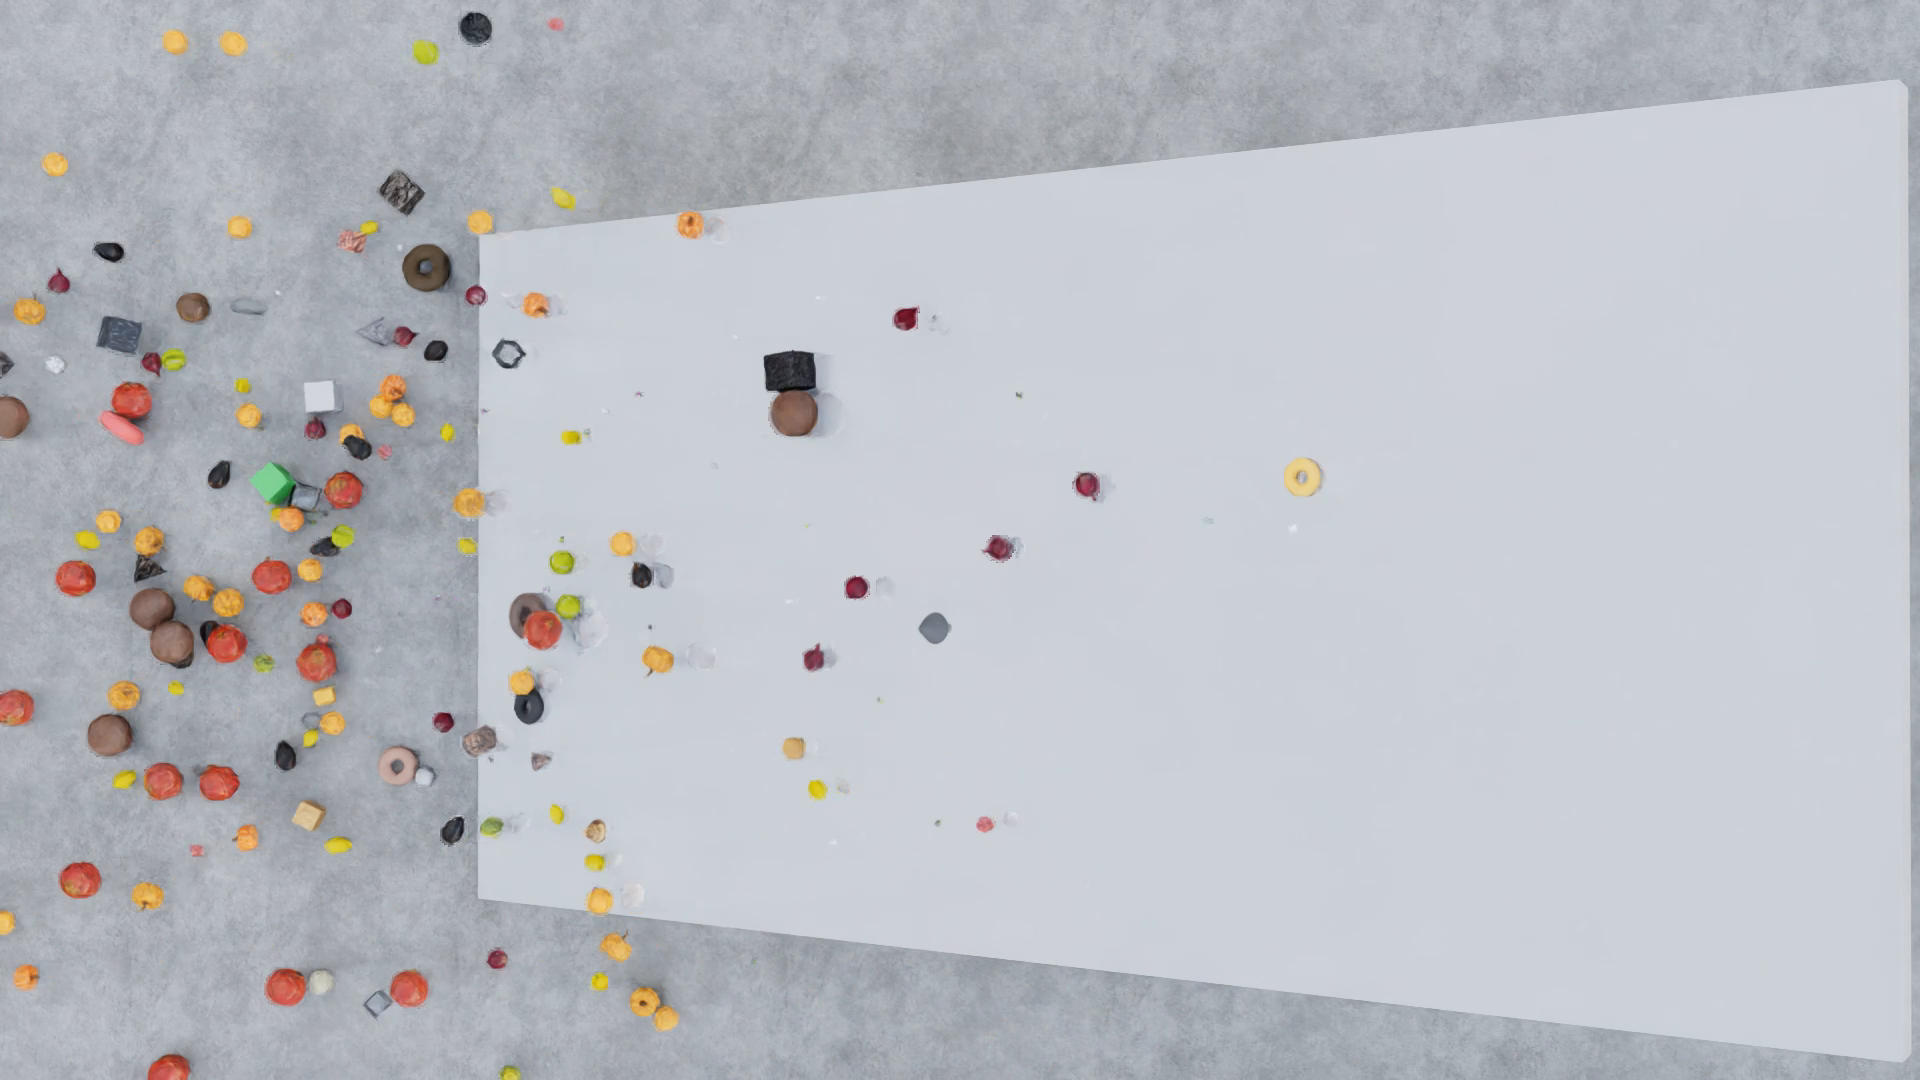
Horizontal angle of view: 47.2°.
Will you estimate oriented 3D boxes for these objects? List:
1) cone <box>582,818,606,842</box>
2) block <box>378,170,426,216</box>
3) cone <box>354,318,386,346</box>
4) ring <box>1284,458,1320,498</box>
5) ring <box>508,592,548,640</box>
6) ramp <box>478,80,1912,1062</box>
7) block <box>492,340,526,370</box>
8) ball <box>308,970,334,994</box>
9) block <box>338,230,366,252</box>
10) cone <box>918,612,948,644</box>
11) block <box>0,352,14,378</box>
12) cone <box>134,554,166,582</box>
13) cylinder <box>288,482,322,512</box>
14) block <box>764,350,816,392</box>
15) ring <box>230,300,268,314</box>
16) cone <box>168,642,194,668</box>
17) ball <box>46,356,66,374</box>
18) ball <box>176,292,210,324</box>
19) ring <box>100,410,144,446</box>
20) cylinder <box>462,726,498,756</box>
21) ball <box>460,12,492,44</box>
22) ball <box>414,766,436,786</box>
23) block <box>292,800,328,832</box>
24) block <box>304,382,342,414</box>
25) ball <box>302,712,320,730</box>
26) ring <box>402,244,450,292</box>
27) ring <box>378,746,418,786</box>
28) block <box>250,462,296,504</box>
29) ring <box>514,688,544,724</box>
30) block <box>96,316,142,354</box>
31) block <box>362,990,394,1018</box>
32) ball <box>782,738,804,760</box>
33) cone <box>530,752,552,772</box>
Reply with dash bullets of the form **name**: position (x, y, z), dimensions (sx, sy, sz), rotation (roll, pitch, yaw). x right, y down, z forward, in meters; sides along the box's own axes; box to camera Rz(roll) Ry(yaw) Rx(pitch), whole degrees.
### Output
- **cone**: position (-1.067, 0.841, 6.338), dimensions (0.070, 0.070, 0.070), rotation (0, 89, 33)
- **block**: position (-1.696, -1.055, 6.681), dimensions (0.092, 0.092, 0.092), rotation (40, 90, 0)
- **cone**: position (-1.792, -0.630, 6.664), dimensions (0.092, 0.092, 0.092), rotation (-2, 89, -17)
- **ring**: position (0.804, -0.146, 5.169), dimensions (0.092, 0.031, 0.092), rotation (0, 90, 34)
- **ring**: position (-1.275, 0.225, 6.490), dimensions (0.141, 0.047, 0.141), rotation (0, 90, 34)
- **ramp**: position (0.258, 0.071, 5.595), dimensions (4.000, 0.100, 2.000), rotation (0, 89, 33)
- **block**: position (-1.341, -0.552, 6.531), dimensions (0.060, 0.060, 0.060), rotation (49, 114, 23)
- **ball**: position (-1.937, 1.341, 6.669), dimensions (0.076, 0.076, 0.076), rotation (0, 90, 0)
- **block**: position (-1.847, -0.909, 6.686), dimensions (0.054, 0.054, 0.054), rotation (19, 105, 13)
- **cone**: position (-0.087, 0.229, 5.705), dimensions (0.083, 0.083, 0.083), rotation (0, 89, 33)
- **block**: position (-2.943, -0.536, 6.685), dimensions (0.075, 0.075, 0.075), rotation (44, 90, 0)
- **cone**: position (-2.458, 0.091, 6.697), dimensions (0.090, 0.090, 0.090), rotation (9, 89, -26)
- **cylinder**: position (-1.985, -0.130, 6.661), dimensions (0.076, 0.076, 0.076), rotation (17, 89, -24)
- **block**: position (-0.459, -0.455, 5.942), dimensions (0.097, 0.097, 0.097), rotation (-7, 86, 32)
- **ring**: position (-2.155, -0.706, 6.662), dimensions (0.109, 0.109, 0.036), rotation (8, 98, 0)
- **cone**: position (-2.378, 0.360, 6.664), dimensions (0.083, 0.083, 0.083), rotation (0, 101, 2)
- **ball**: position (-2.754, -0.534, 6.694), dimensions (0.057, 0.057, 0.057), rotation (0, 90, 0)
- **ball**: position (-2.329, -0.706, 6.677), dimensions (0.096, 0.096, 0.096), rotation (0, 90, 0)
- **ring**: position (-2.532, -0.339, 6.650), dimensions (0.143, 0.143, 0.048), rotation (37, 85, 0)
- **cylinder**: position (-1.437, 0.601, 6.575), dimensions (0.073, 0.073, 0.073), rotation (-27, 89, 30)
- **ball**: position (-1.471, -1.556, 6.684), dimensions (0.095, 0.095, 0.095), rotation (0, 90, 0)
- **ball**: position (-1.626, 0.717, 6.682), dimensions (0.059, 0.059, 0.059), rotation (0, 90, 0)
- **block**: position (-1.974, 0.835, 6.677), dimensions (0.068, 0.068, 0.068), rotation (28, 90, 0)
- **block**: position (-1.933, -0.433, 6.679), dimensions (0.086, 0.086, 0.086), rotation (-5, 90, 0)
- **ball**: position (-1.972, 0.549, 6.687), dimensions (0.053, 0.053, 0.053), rotation (0, 90, 0)
- **ring**: position (-1.625, -0.829, 6.696), dimensions (0.148, 0.049, 0.148), rotation (0, 85, 5)
- **ring**: position (-1.710, 0.688, 6.692), dimensions (0.122, 0.041, 0.122), rotation (0, 90, -1)
- **block**: position (-2.079, -0.173, 6.671), dimensions (0.087, 0.087, 0.087), rotation (-43, 82, 0)
- **ring**: position (-1.274, 0.490, 6.494), dimensions (0.108, 0.036, 0.108), rotation (0, 90, 35)
- **block**: position (-2.535, -0.618, 6.632), dimensions (0.093, 0.093, 0.093), rotation (15, 85, -36)
- **block**: position (-1.767, 1.407, 6.678), dimensions (0.056, 0.056, 0.056), rotation (44, 90, 0)
- **ball**: position (-0.451, 0.563, 5.950), dimensions (0.060, 0.060, 0.060), rotation (0, 90, 0)
- **cone**: position (-1.224, 0.646, 6.466), dimensions (0.058, 0.058, 0.058), rotation (-18, 90, 19)
